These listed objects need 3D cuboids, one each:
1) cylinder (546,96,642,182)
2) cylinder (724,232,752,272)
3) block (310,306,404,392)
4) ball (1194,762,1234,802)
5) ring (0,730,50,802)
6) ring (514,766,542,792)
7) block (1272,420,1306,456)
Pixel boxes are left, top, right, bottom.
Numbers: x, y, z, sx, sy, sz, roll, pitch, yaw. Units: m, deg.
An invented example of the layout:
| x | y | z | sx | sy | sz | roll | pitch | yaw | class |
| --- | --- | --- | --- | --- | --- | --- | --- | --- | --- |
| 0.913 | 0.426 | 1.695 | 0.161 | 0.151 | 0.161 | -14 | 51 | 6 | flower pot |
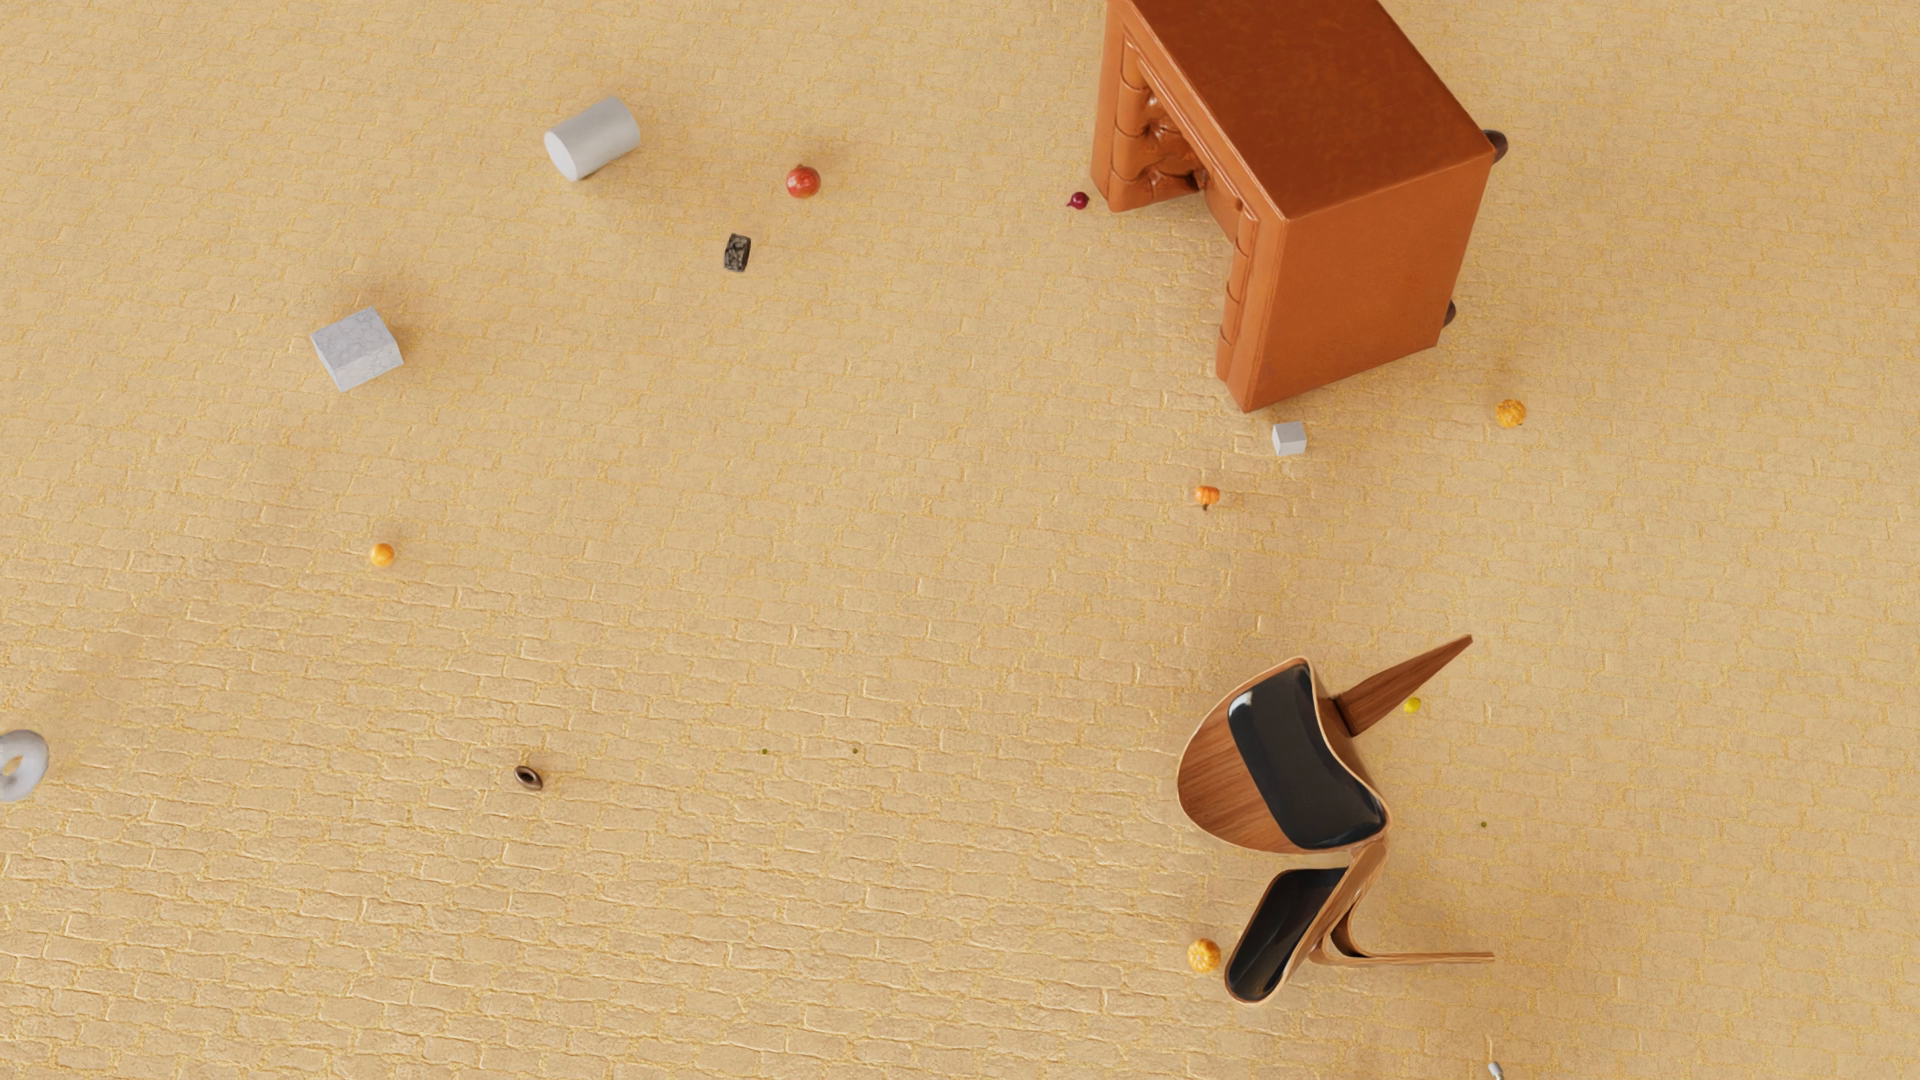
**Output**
| x | y | z | sx | sy | sz | roll | pitch | yaw | class |
| --- | --- | --- | --- | --- | --- | --- | --- | --- | --- |
| -1.227 | -1.340 | 7.356 | 0.257 | 0.199 | 0.183 | -34 | 96 | -21 | cylinder |
| -0.723 | -0.934 | 7.144 | 0.061 | 0.116 | 0.062 | 17 | 13 | 11 | cylinder |
| -1.895 | -0.600 | 6.909 | 0.213 | 0.112 | 0.173 | -29 | 61 | -18 | block |
| 0.701 | 0.665 | 6.062 | 0.109 | 0.109 | 0.109 | 0 | 56 | 0 | ball |
| -2.597 | 0.619 | 6.025 | 0.066 | 0.217 | 0.217 | 28 | 42 | 27 | ring |
| -1.199 | 0.662 | 6.108 | 0.101 | 0.036 | 0.053 | 32 | 64 | 21 | ring |
| 1.010 | -0.311 | 6.743 | 0.084 | 0.066 | 0.075 | -8 | 57 | -6 | block |
